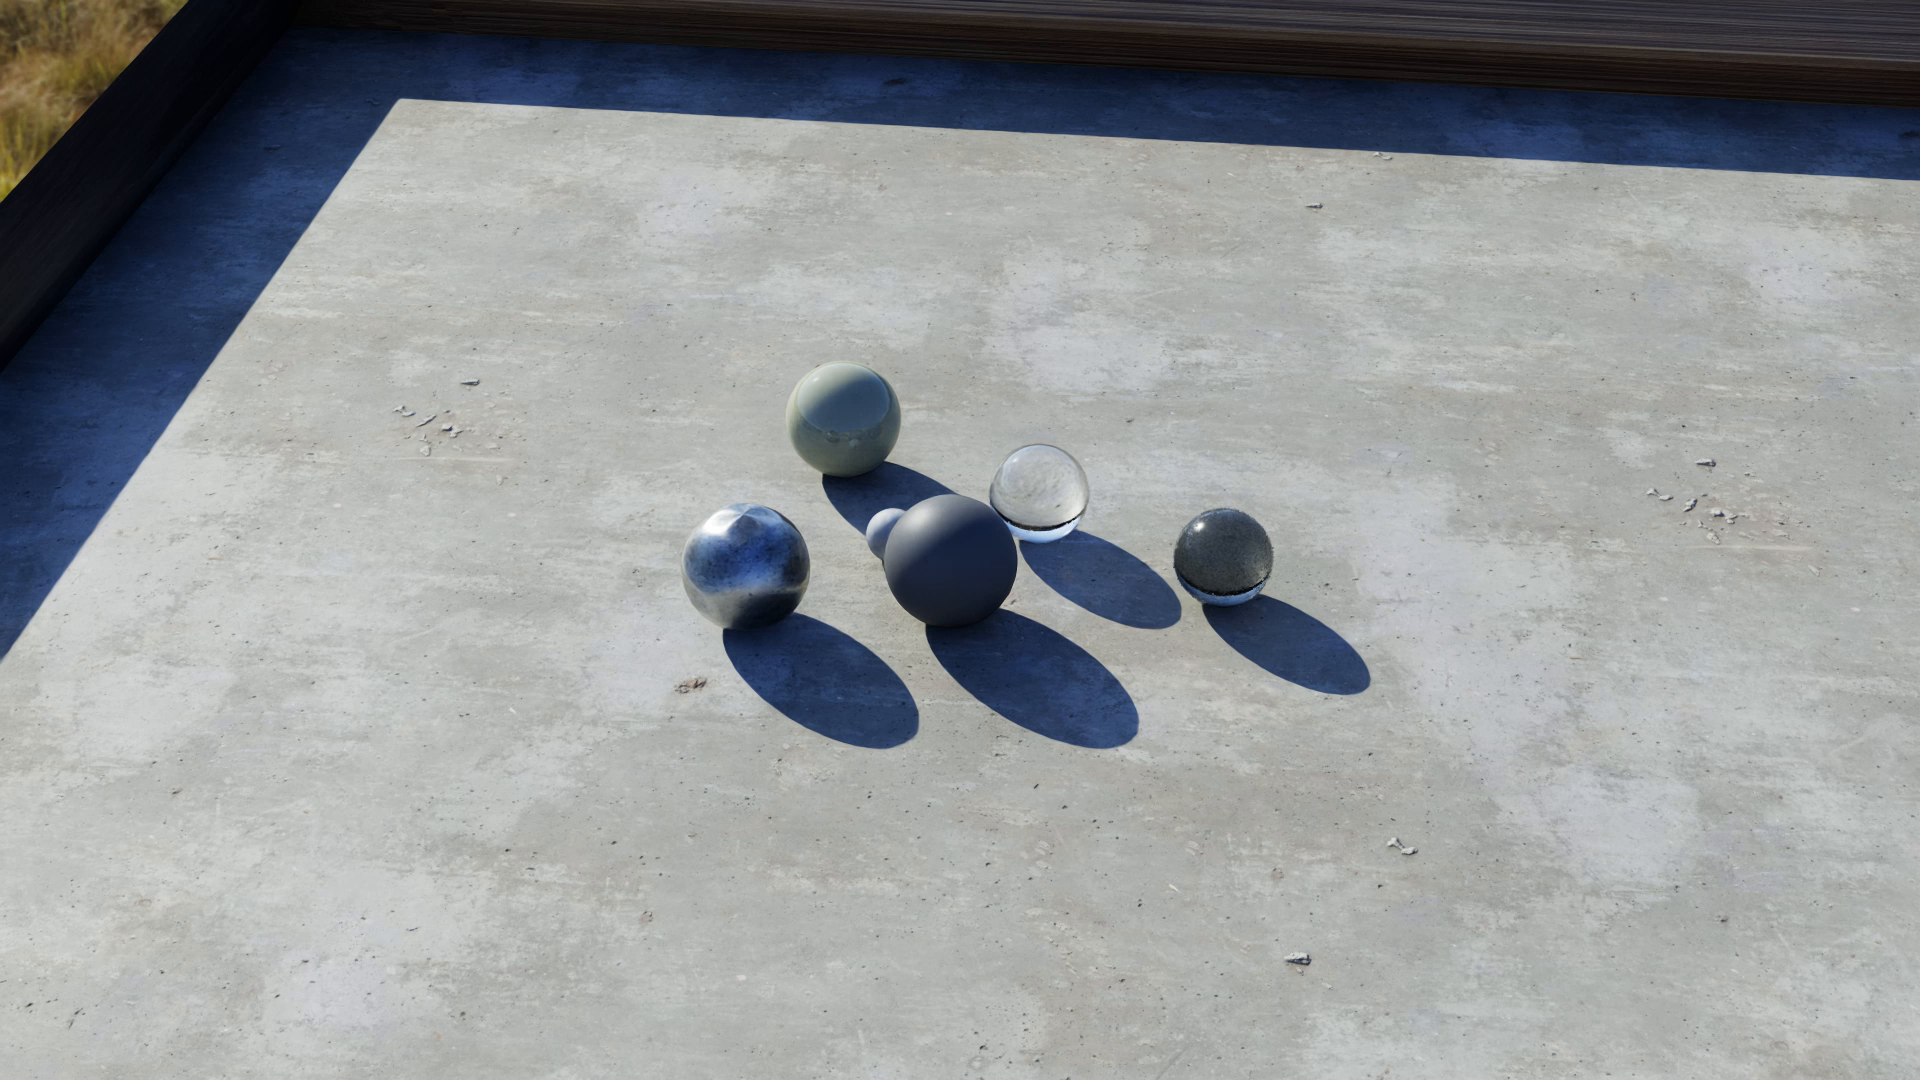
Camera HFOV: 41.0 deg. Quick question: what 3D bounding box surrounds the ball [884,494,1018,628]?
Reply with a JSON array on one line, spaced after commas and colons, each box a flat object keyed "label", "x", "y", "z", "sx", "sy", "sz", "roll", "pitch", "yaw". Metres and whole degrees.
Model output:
[{"label": "ball", "x": -0.007, "y": 0.015, "z": 1.829, "sx": 0.096, "sy": 0.096, "sz": 0.096, "roll": 0, "pitch": 35, "yaw": 0}]

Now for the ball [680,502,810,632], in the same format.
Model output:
[{"label": "ball", "x": -0.152, "y": 0.020, "z": 1.825, "sx": 0.092, "sy": 0.092, "sz": 0.092, "roll": 0, "pitch": 35, "yaw": 0}]

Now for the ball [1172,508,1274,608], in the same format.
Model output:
[{"label": "ball", "x": 0.190, "y": 0.013, "z": 1.852, "sx": 0.072, "sy": 0.072, "sz": 0.072, "roll": 0, "pitch": 35, "yaw": 0}]

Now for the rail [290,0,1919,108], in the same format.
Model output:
[{"label": "rail", "x": 0.935, "y": -0.470, "z": 2.500, "sx": 3.325, "sy": 0.124, "sz": 0.045, "roll": 4, "pitch": 35, "yaw": 6}]

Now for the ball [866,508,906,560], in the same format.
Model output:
[{"label": "ball", "x": -0.050, "y": -0.003, "z": 1.904, "sx": 0.040, "sy": 0.040, "sz": 0.040, "roll": 0, "pitch": 35, "yaw": 0}]

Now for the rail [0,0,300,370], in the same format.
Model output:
[{"label": "rail", "x": -0.801, "y": -0.076, "z": 1.933, "sx": 0.045, "sy": 0.124, "sz": 1.842, "roll": 4, "pitch": 35, "yaw": 6}]

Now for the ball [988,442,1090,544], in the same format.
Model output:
[{"label": "ball", "x": 0.059, "y": -0.035, "z": 1.918, "sx": 0.076, "sy": 0.076, "sz": 0.076, "roll": 0, "pitch": 35, "yaw": 0}]

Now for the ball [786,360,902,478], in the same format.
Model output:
[{"label": "ball", "x": -0.090, "y": -0.094, "z": 1.990, "sx": 0.090, "sy": 0.090, "sz": 0.090, "roll": 0, "pitch": 35, "yaw": 0}]
